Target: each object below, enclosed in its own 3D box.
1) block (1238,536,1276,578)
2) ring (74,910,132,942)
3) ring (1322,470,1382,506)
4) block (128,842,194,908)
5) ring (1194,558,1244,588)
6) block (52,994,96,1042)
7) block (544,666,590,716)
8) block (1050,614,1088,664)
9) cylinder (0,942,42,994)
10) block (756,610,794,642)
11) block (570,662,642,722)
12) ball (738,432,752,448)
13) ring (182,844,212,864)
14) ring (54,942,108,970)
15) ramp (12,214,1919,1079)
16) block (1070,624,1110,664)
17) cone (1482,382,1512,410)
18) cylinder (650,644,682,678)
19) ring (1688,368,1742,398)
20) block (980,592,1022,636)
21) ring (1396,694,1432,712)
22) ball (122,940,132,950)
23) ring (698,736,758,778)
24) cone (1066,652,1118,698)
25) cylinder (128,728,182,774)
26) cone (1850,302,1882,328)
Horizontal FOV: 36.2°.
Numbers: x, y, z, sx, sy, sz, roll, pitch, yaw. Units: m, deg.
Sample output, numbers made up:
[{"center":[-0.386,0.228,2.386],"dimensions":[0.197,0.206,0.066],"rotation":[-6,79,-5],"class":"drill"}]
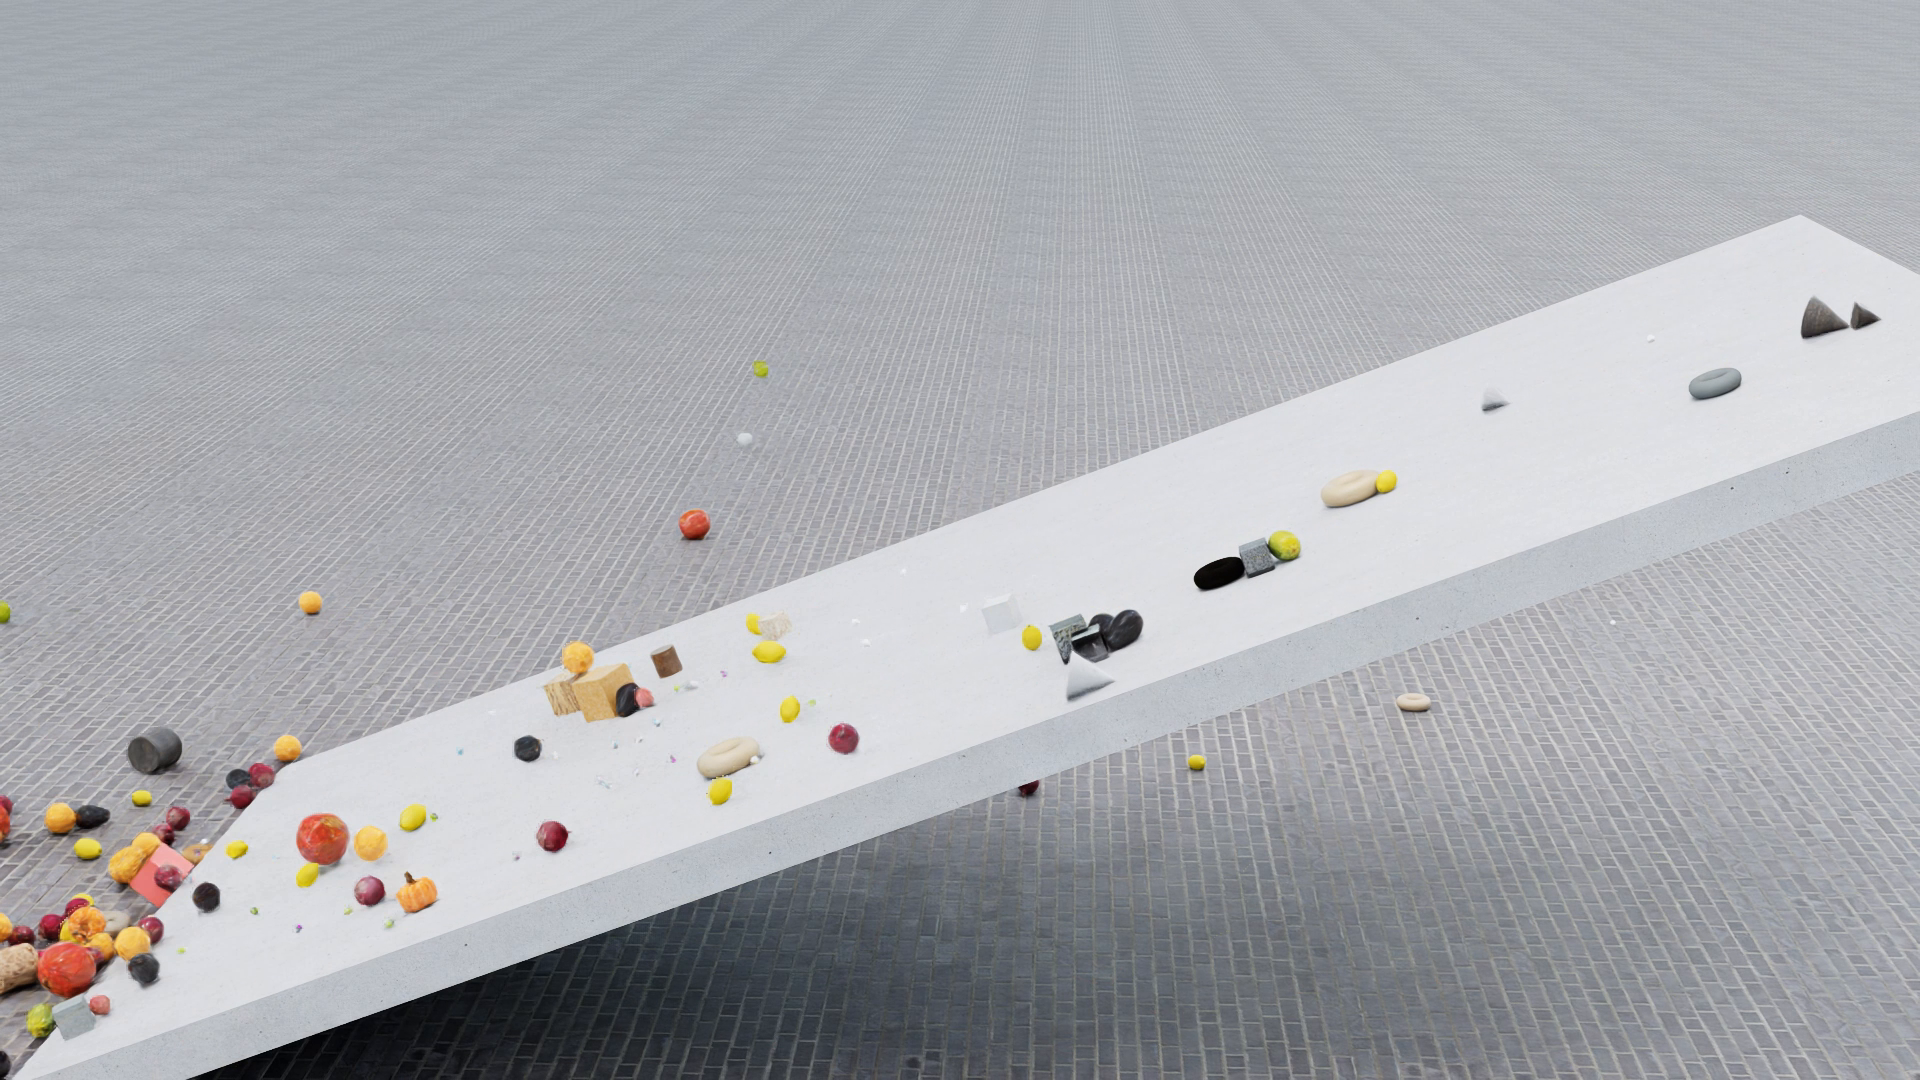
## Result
[{"center":[0.578,0.035,5.730],"dimensions":[0.055,0.055,0.055],"rotation":[-20,12,9],"class":"block"},{"center":[-1.920,0.865,6.589],"dimensions":[0.130,0.043,0.130],"rotation":[0,12,0],"class":"ring"},{"center":[0.800,-0.107,6.010],"dimensions":[0.131,0.044,0.131],"rotation":[-20,13,5],"class":"ring"},{"center":[-1.829,0.768,6.738],"dimensions":[0.088,0.088,0.088],"rotation":[39,20,-7],"class":"block"},{"center":[0.509,0.065,5.770],"dimensions":[0.106,0.035,0.106],"rotation":[-21,10,4],"class":"ring"},{"center":[-1.729,0.932,5.739],"dimensions":[0.060,0.060,0.060],"rotation":[-24,12,-10],"class":"block"},{"center":[-0.906,0.353,6.857],"dimensions":[0.080,0.080,0.080],"rotation":[-14,14,32],"class":"block"},{"center":[0.216,0.190,5.639],"dimensions":[0.067,0.067,0.067],"rotation":[-21,12,0],"class":"block"},{"center":[-2.025,0.915,6.273],"dimensions":[0.091,0.091,0.091],"rotation":[11,17,39],"class":"cylinder"},{"center":[-0.426,0.198,6.779],"dimensions":[0.052,0.052,0.052],"rotation":[-11,16,42],"class":"block"},{"center":[-0.802,0.346,6.670],"dimensions":[0.095,0.095,0.095],"rotation":[-12,15,40],"class":"block"},{"center":[-0.872,-0.403,11.933],"dimensions":[0.065,0.065,0.065],"rotation":[0,13,0],"class":"ball"},{"center":[-1.827,0.756,7.083],"dimensions":[0.089,0.030,0.089],"rotation":[1,13,0],"class":"ring"},{"center":[-1.919,0.908,6.421],"dimensions":[0.114,0.038,0.114],"rotation":[0,14,0],"class":"ring"},{"center":[0.119,0.175,6.295],"dimensions":[4.000,0.100,2.000],"rotation":[-20,12,7],"class":"ramp"},{"center":[0.246,0.200,5.566],"dimensions":[0.056,0.056,0.056],"rotation":[-20,12,7],"class":"block"},{"center":[1.156,-0.301,6.299],"dimensions":[0.061,0.061,0.061],"rotation":[14,17,21],"class":"cone"},{"center":[-0.683,0.281,6.839],"dimensions":[0.060,0.060,0.060],"rotation":[-20,12,4],"class":"cylinder"},{"center":[1.474,-0.306,5.743],"dimensions":[0.104,0.035,0.104],"rotation":[-20,13,5],"class":"ring"},{"center":[0.087,0.152,6.063],"dimensions":[0.059,0.059,0.059],"rotation":[-17,12,18],"class":"block"},{"center":[1.285,0.460,8.335],"dimensions":[0.098,0.033,0.098],"rotation":[-1,14,0],"class":"ring"},{"center":[-1.786,0.900,6.387],"dimensions":[0.068,0.068,0.068],"rotation":[0,13,0],"class":"ball"},{"center":[-0.458,0.429,5.811],"dimensions":[0.130,0.043,0.130],"rotation":[-20,13,5],"class":"ring"},{"center":[0.244,0.252,5.375],"dimensions":[0.089,0.089,0.089],"rotation":[7,14,4],"class":"cone"},{"center":[-2.128,0.557,7.777],"dimensions":[0.099,0.099,0.099],"rotation":[6,14,22],"class":"cylinder"},{"center":[1.793,-0.439,5.804],"dimensions":[0.054,0.054,0.054],"rotation":[9,14,2],"class":"cone"}]
